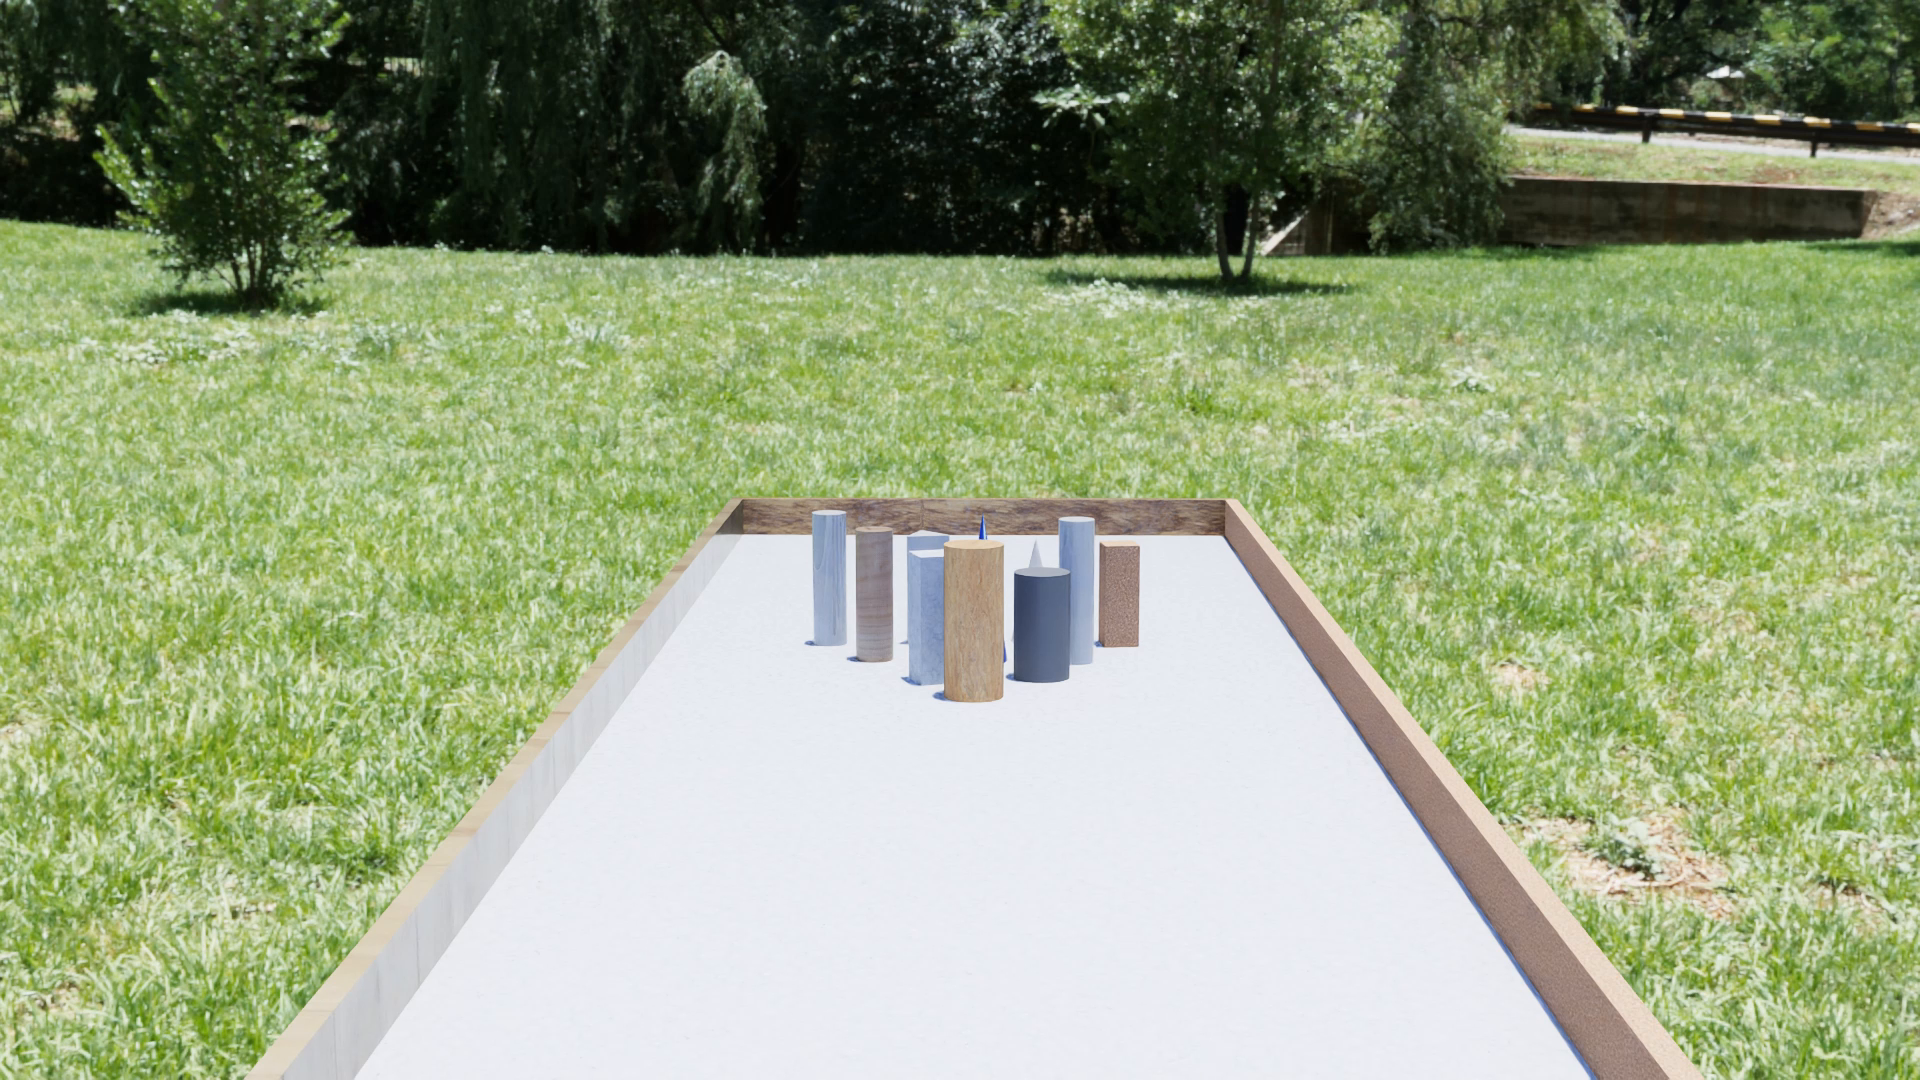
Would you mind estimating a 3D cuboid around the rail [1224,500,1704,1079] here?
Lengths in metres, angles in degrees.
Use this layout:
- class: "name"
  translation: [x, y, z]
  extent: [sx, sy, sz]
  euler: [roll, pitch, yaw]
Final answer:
- class: "rail"
  translation: [1.046, 0.843, 3.208]
  extent: [0.050, 0.150, 12.000]
  euler: [0, 9, 1]

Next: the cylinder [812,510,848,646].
- class: "cylinder"
  translation: [-0.410, 0.120, 6.921]
  extent: [0.107, 0.417, 0.107]
  euler: [0, 9, 0]

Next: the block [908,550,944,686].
- class: "block"
  translation: [-0.074, 0.224, 6.396]
  extent: [0.120, 0.376, 0.120]
  euler: [-3, 9, -18]

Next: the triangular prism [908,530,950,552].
- class: "triangular prism"
  translation: [-0.110, 0.148, 6.977]
  extent: [0.136, 0.344, 0.117]
  euler: [-2, 9, -11]

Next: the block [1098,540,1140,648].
- class: "block"
  translation: [0.500, 0.169, 6.915]
  extent: [0.108, 0.322, 0.108]
  euler: [-1, 9, -8]

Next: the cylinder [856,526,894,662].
- class: "cylinder"
  translation: [-0.260, 0.165, 6.685]
  extent: [0.114, 0.401, 0.114]
  euler: [0, 9, 0]

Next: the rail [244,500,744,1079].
- class: "rail"
  translation: [-1.004, 0.839, 3.234]
  extent: [0.050, 0.150, 12.000]
  euler: [0, 9, 1]

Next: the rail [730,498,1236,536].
- class: "rail"
  translation: [0.099, -0.098, 9.147]
  extent: [2.100, 0.150, 0.050]
  euler: [0, 9, 1]

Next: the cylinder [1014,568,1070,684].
- class: "cylinder"
  translation: [0.240, 0.248, 6.442]
  extent: [0.165, 0.314, 0.165]
  euler: [0, 9, 0]

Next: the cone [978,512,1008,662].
- class: "cone"
  translation: [0.069, 0.142, 6.665]
  extent: [0.154, 0.454, 0.154]
  euler: [0, 9, 0]

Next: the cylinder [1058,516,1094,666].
- class: "cylinder"
  translation: [0.351, 0.153, 6.647]
  extent: [0.109, 0.437, 0.109]
  euler: [0, 9, 0]

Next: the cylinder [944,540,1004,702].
- class: "cylinder"
  translation: [0.039, 0.226, 6.189]
  extent: [0.169, 0.436, 0.169]
  euler: [0, 9, 0]

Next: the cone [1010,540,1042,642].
- class: "cone"
  translation: [0.240, 0.155, 6.966]
  extent: [0.158, 0.333, 0.158]
  euler: [0, 9, 0]
